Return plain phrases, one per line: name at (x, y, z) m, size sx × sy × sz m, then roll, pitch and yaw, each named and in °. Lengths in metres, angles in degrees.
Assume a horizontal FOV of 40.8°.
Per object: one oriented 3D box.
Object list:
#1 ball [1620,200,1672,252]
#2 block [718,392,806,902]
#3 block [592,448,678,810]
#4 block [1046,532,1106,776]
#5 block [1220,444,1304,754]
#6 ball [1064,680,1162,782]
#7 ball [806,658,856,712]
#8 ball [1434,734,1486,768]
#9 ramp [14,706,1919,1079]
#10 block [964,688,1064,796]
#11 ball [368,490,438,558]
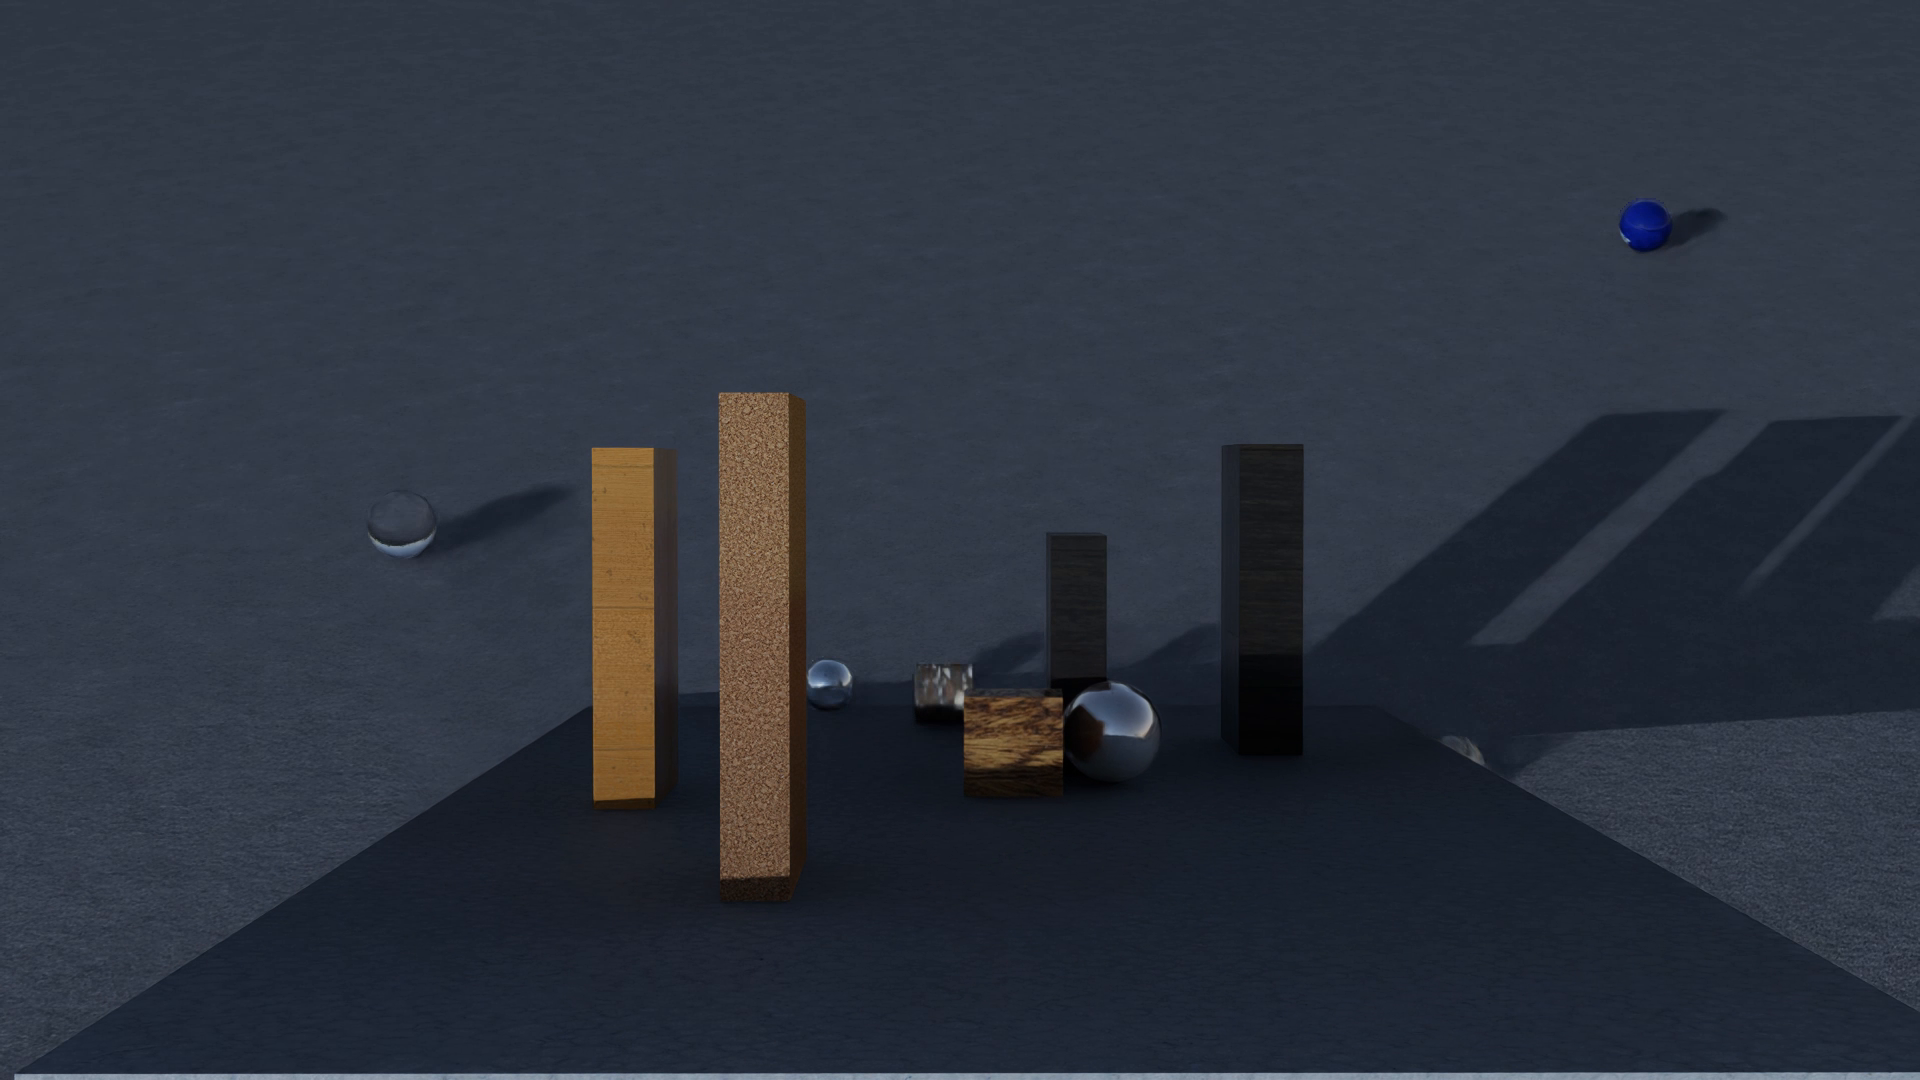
ball at (2.650, -1.214, 9.966) m, size 0.199 × 0.199 × 0.199 m, roll 0°, pitch 26°, yaw 0°
block at (-0.285, 0.144, 3.779) m, size 0.097 × 0.706 × 0.404 m, roll 0°, pitch 2°, yaw 0°
block at (-0.595, 0.152, 4.748) m, size 0.109 × 0.639 × 0.386 m, roll 0°, pitch 2°, yaw 0°
block at (0.232, 0.224, 5.172) m, size 0.109 × 0.471 × 0.255 m, roll 0°, pitch 2°, yaw 0°
block at (0.653, 0.121, 5.599) m, size 0.135 × 0.654 × 0.364 m, roll 0°, pitch 2°, yaw 0°
ball at (0.290, 0.368, 4.952) m, size 0.195 × 0.195 × 0.195 m, roll 0°, pitch 26°, yaw 0°
ball at (-0.326, 0.360, 6.416) m, size 0.131 × 0.131 × 0.131 m, roll 0°, pitch 26°, yaw 0°
ball at (1.200, 0.557, 6.291) m, size 0.164 × 0.164 × 0.164 m, roll 0°, pitch 26°, yaw 0°
ramp at (0.058, 0.526, 4.564) m, size 2.000 × 0.100 × 4.000 m, roll 0°, pitch 2°, yaw 0°
block at (0.101, 0.377, 4.834) m, size 0.182 × 0.182 × 0.182 m, roll 0°, pitch 2°, yaw 1°
ball at (-1.627, -0.046, 7.521) m, size 0.200 × 0.200 × 0.200 m, roll 0°, pitch 26°, yaw 0°
